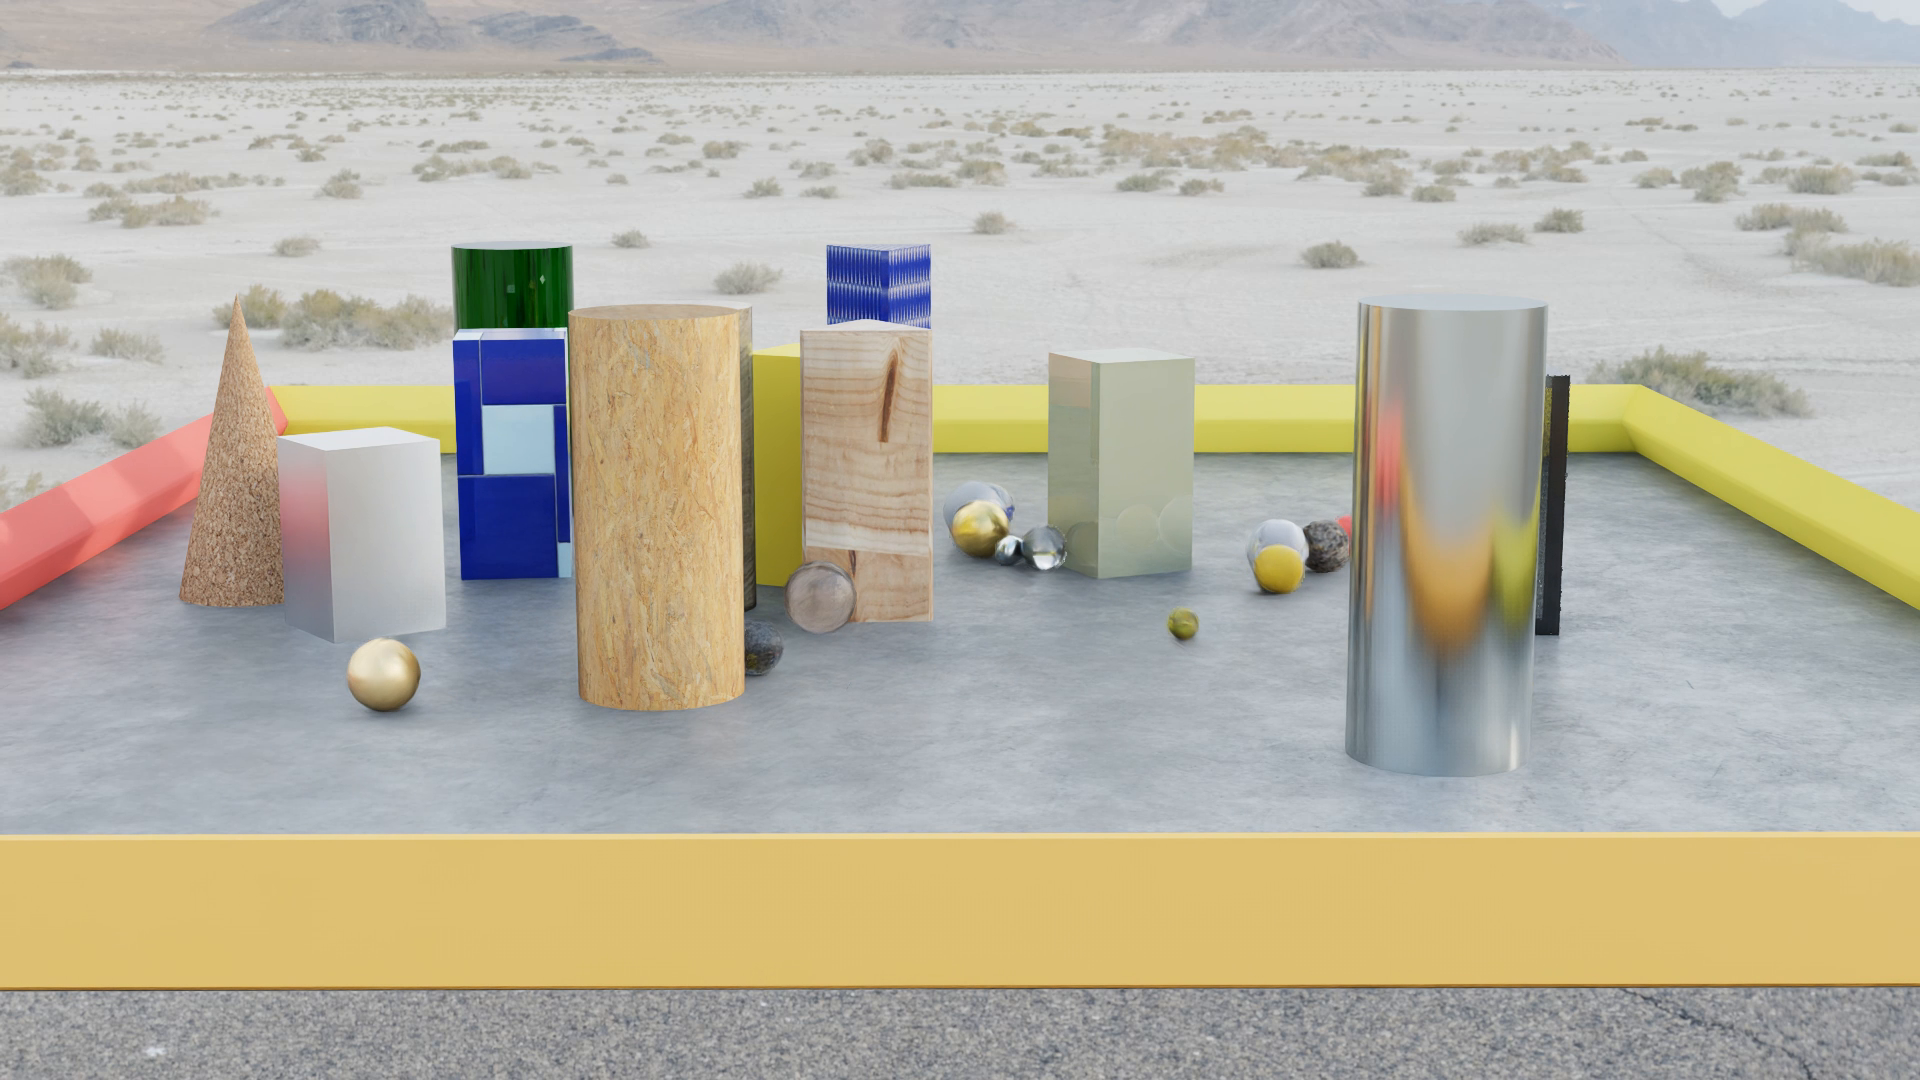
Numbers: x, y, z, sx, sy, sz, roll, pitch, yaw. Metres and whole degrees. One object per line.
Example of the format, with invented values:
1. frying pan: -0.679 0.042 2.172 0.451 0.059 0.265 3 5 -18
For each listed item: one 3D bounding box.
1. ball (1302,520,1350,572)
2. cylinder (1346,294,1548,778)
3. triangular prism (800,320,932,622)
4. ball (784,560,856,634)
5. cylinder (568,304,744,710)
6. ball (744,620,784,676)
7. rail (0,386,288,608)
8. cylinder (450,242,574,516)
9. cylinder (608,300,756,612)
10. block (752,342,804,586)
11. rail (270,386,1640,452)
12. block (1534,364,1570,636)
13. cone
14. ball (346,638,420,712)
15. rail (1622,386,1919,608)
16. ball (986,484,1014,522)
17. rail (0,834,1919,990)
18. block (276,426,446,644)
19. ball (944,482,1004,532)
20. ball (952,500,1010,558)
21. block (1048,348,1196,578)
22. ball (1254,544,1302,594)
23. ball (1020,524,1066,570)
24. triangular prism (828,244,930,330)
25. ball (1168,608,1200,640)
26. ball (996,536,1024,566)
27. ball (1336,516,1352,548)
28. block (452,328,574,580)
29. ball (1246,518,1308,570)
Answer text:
1. ball: 0.528 0.008 3.723 0.077 0.077 0.077 0 11 0
2. cylinder: 0.511 -0.010 2.706 0.195 0.483 0.195 0 11 0
3. triangular prism: -0.124 -0.096 3.434 0.169 0.386 0.146 0 11 -2
4. ball: -0.181 0.074 3.322 0.094 0.094 0.094 0 11 0
5. cylinder: -0.351 -0.042 2.982 0.195 0.446 0.195 0 11 0
6. ball: -0.246 0.129 3.096 0.067 0.067 0.067 0 11 0
7. rail: -1.275 0.034 3.442 0.045 0.127 2.879 0 11 0
8. cylinder: -0.723 -0.260 4.180 0.195 0.438 0.195 0 11 0
9. cylinder: -0.375 -0.112 3.460 0.195 0.408 0.195 0 11 0
10. block: -0.203 -0.107 3.656 0.156 0.327 0.156 5 12 26
11. rail: -0.008 -0.226 4.841 2.597 0.127 0.045 0 11 0
12. block: 0.697 -0.057 3.361 0.156 0.337 0.156 0 11 1
13. cone: -0.989 -0.133 3.546 0.195 0.419 0.195 0 11 0
14. ball: -0.657 0.153 2.923 0.083 0.083 0.083 0 11 0
15. rail: 1.275 0.031 3.456 0.045 0.127 2.879 0 11 0
16. ball: 0.047 -0.050 4.038 0.076 0.076 0.076 0 11 0
17. rail: 0.008 0.291 2.057 2.597 0.127 0.045 0 11 0
18. block: -0.781 -0.010 3.349 0.156 0.249 0.156 -8 13 -37
19. ball: 0.021 -0.043 3.951 0.093 0.093 0.093 0 11 0
20. ball: 0.030 -0.016 3.824 0.088 0.088 0.088 0 11 0
21. block: 0.234 -0.116 3.750 0.156 0.310 0.156 -5 12 -25
22. ball: 0.443 0.040 3.575 0.068 0.068 0.068 0 11 0
23. ball: 0.121 0.010 3.745 0.065 0.065 0.065 0 11 0
24. triangular prism: -0.109 -0.265 4.215 0.146 0.435 0.169 -7 13 -35
25. ball: 0.286 0.107 3.289 0.041 0.041 0.041 0 11 0
26. ball: 0.075 0.015 3.774 0.044 0.044 0.044 0 11 0
27. ball: 0.588 -0.009 3.870 0.057 0.057 0.057 0 11 0
28. block: -0.646 -0.128 3.724 0.156 0.344 0.156 -1 11 -7
29. ball: 0.452 0.014 3.655 0.090 0.090 0.090 0 11 0
